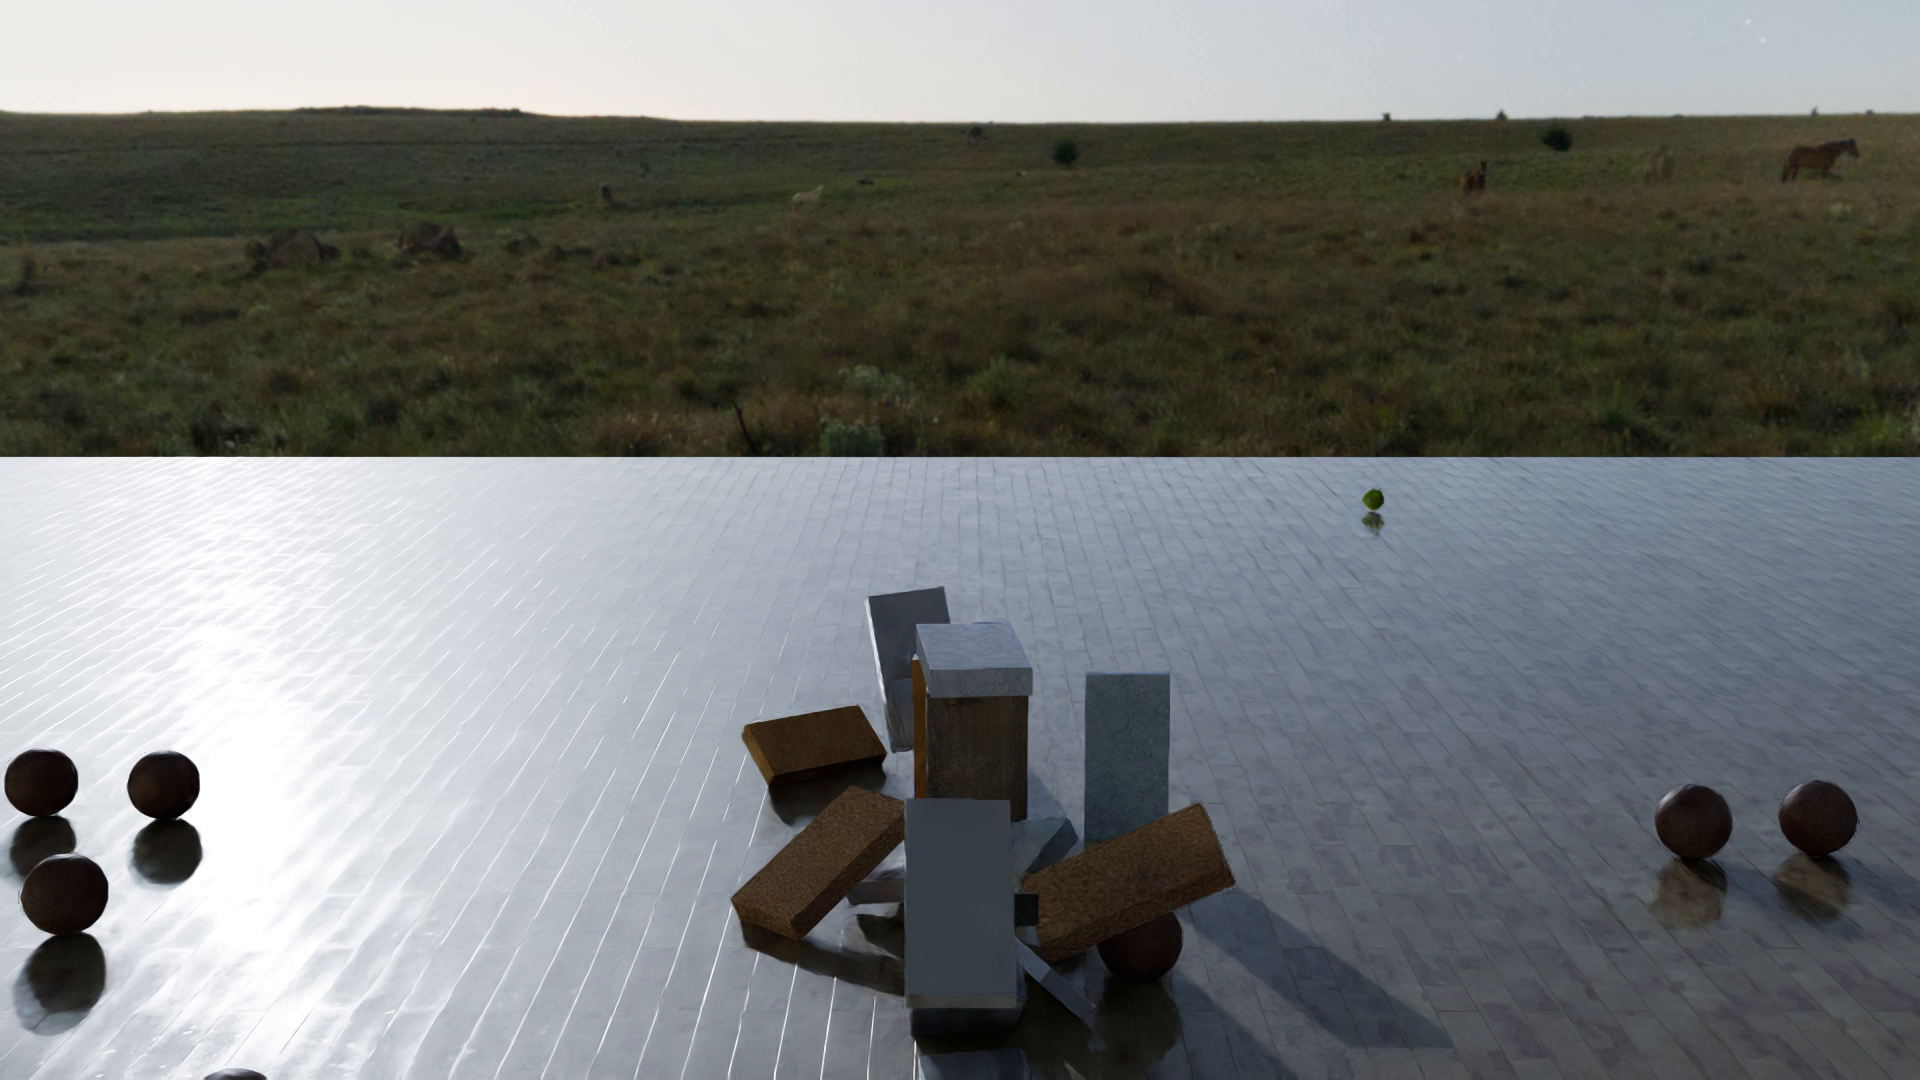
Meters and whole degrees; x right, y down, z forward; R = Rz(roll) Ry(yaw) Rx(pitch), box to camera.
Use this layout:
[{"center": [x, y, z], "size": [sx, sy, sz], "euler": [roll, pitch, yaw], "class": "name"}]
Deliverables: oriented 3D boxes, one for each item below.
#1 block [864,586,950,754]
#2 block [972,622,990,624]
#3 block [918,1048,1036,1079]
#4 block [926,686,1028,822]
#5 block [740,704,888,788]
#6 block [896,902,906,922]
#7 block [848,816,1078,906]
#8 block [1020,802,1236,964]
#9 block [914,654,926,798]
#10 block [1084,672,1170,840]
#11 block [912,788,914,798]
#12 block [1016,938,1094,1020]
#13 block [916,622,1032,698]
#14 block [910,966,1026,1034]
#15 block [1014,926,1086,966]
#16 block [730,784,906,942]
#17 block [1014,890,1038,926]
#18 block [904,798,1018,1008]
[{"center": [-0.080, 0.246, 4.177], "size": [0.149, 0.298, 0.042], "euler": [-7, -16, -12], "class": "block"}, {"center": [-0.001, 0.293, 4.031], "size": [0.149, 0.298, 0.042], "euler": [-3, 29, -11], "class": "block"}, {"center": [0.028, 0.709, 2.799], "size": [0.140, 0.040, 0.279], "euler": [-3, 3, -6], "class": "block"}, {"center": [0.028, 0.411, 3.706], "size": [0.168, 0.337, 0.048], "euler": [-1, 12, -4], "class": "block"}, {"center": [-0.288, 0.407, 4.362], "size": [0.262, 0.037, 0.131], "euler": [-7, 49, -35], "class": "block"}, {"center": [-0.065, 0.595, 3.594], "size": [0.062, 0.017, 0.123], "euler": [1, 11, 5], "class": "block"}, {"center": [-0.003, 0.517, 3.527], "size": [0.375, 0.042, 0.148], "euler": [-11, 22, 37], "class": "block"}, {"center": [0.246, 0.507, 3.267], "size": [0.297, 0.042, 0.148], "euler": [-24, 33, 4], "class": "block"}, {"center": [0.002, 0.371, 3.924], "size": [0.168, 0.337, 0.048], "euler": [0, 12, 0], "class": "block"}, {"center": [0.299, 0.387, 3.940], "size": [0.149, 0.298, 0.042], "euler": [0, 3, 2], "class": "block"}, {"center": [-0.017, 0.437, 4.119], "size": [0.131, 0.037, 0.262], "euler": [3, 25, 2], "class": "block"}, {"center": [0.118, 0.630, 3.215], "size": [0.096, 0.027, 0.192], "euler": [44, -7, -22], "class": "block"}, {"center": [0.020, 0.203, 3.770], "size": [0.168, 0.048, 0.337], "euler": [-1, 11, -5], "class": "block"}, {"center": [0.008, 0.623, 2.972], "size": [0.145, 0.041, 0.290], "euler": [0, -21, -2], "class": "block"}, {"center": [0.091, 0.619, 3.437], "size": [0.192, 0.027, 0.096], "euler": [8, 13, 35], "class": "block"}, {"center": [-0.218, 0.521, 3.572], "size": [0.148, 0.042, 0.297], "euler": [10, 42, 44], "class": "block"}, {"center": [0.022, 0.508, 3.029], "size": [0.145, 0.041, 0.290], "euler": [-1, -8, -3], "class": "block"}, {"center": [-0.001, 0.468, 2.854], "size": [0.139, 0.040, 0.279], "euler": [1, 54, -2], "class": "block"}]
